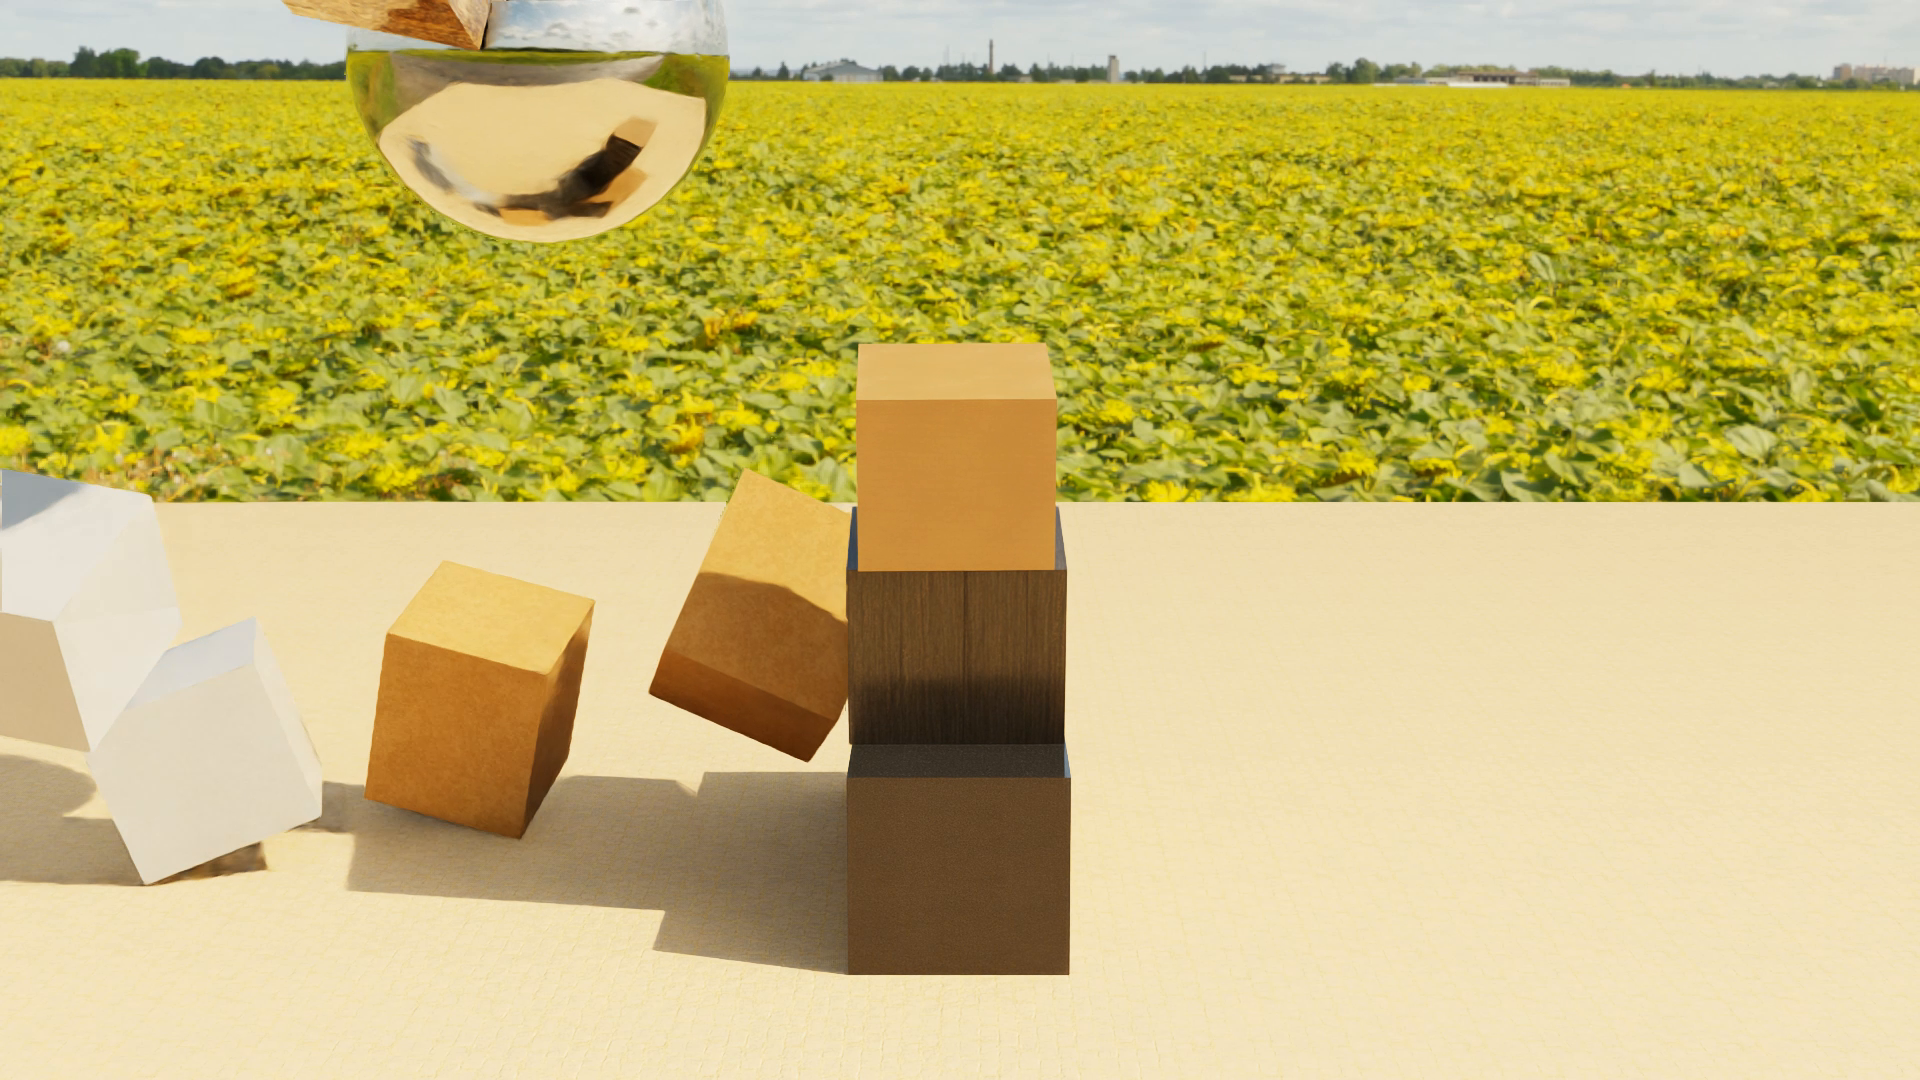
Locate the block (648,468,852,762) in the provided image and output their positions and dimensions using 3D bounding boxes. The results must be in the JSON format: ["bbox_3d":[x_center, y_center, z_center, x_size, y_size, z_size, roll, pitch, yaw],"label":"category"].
[{"bbox_3d":[-0.837,0.365,11.761,0.821,0.904,0.916,24,-20,-4],"label":"block"}]

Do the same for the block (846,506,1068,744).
[{"bbox_3d":[-0.016,0.345,10.703,0.881,0.761,0.775,0,20,0],"label":"block"}]

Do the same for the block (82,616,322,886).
[{"bbox_3d":[-3.385,0.927,11.457,0.808,0.772,0.698,-21,19,-8],"label":"block"}]

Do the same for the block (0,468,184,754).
[{"bbox_3d":[-3.951,0.281,10.900,0.852,0.748,0.825,10,41,10],"label":"block"}]

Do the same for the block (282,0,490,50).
[{"bbox_3d":[-2.166,-2.401,9.619,0.747,0.763,0.855,11,-7,2],"label":"block"}]

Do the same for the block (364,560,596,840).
[{"bbox_3d":[-2.255,0.744,12.086,0.755,0.894,0.794,15,25,2],"label":"block"}]

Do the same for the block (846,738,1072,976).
[{"bbox_3d":[-0.004,1.241,10.487,0.874,0.807,0.893,0,10,0],"label":"block"}]

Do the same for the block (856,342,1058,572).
[{"bbox_3d":[-0.023,-0.350,10.462,0.782,0.710,0.812,0,20,-1],"label":"block"}]

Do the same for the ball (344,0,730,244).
[{"bbox_3d":[-1.770,-2.054,10.807,1.600,1.600,1.600,0,10,0],"label":"ball"}]
